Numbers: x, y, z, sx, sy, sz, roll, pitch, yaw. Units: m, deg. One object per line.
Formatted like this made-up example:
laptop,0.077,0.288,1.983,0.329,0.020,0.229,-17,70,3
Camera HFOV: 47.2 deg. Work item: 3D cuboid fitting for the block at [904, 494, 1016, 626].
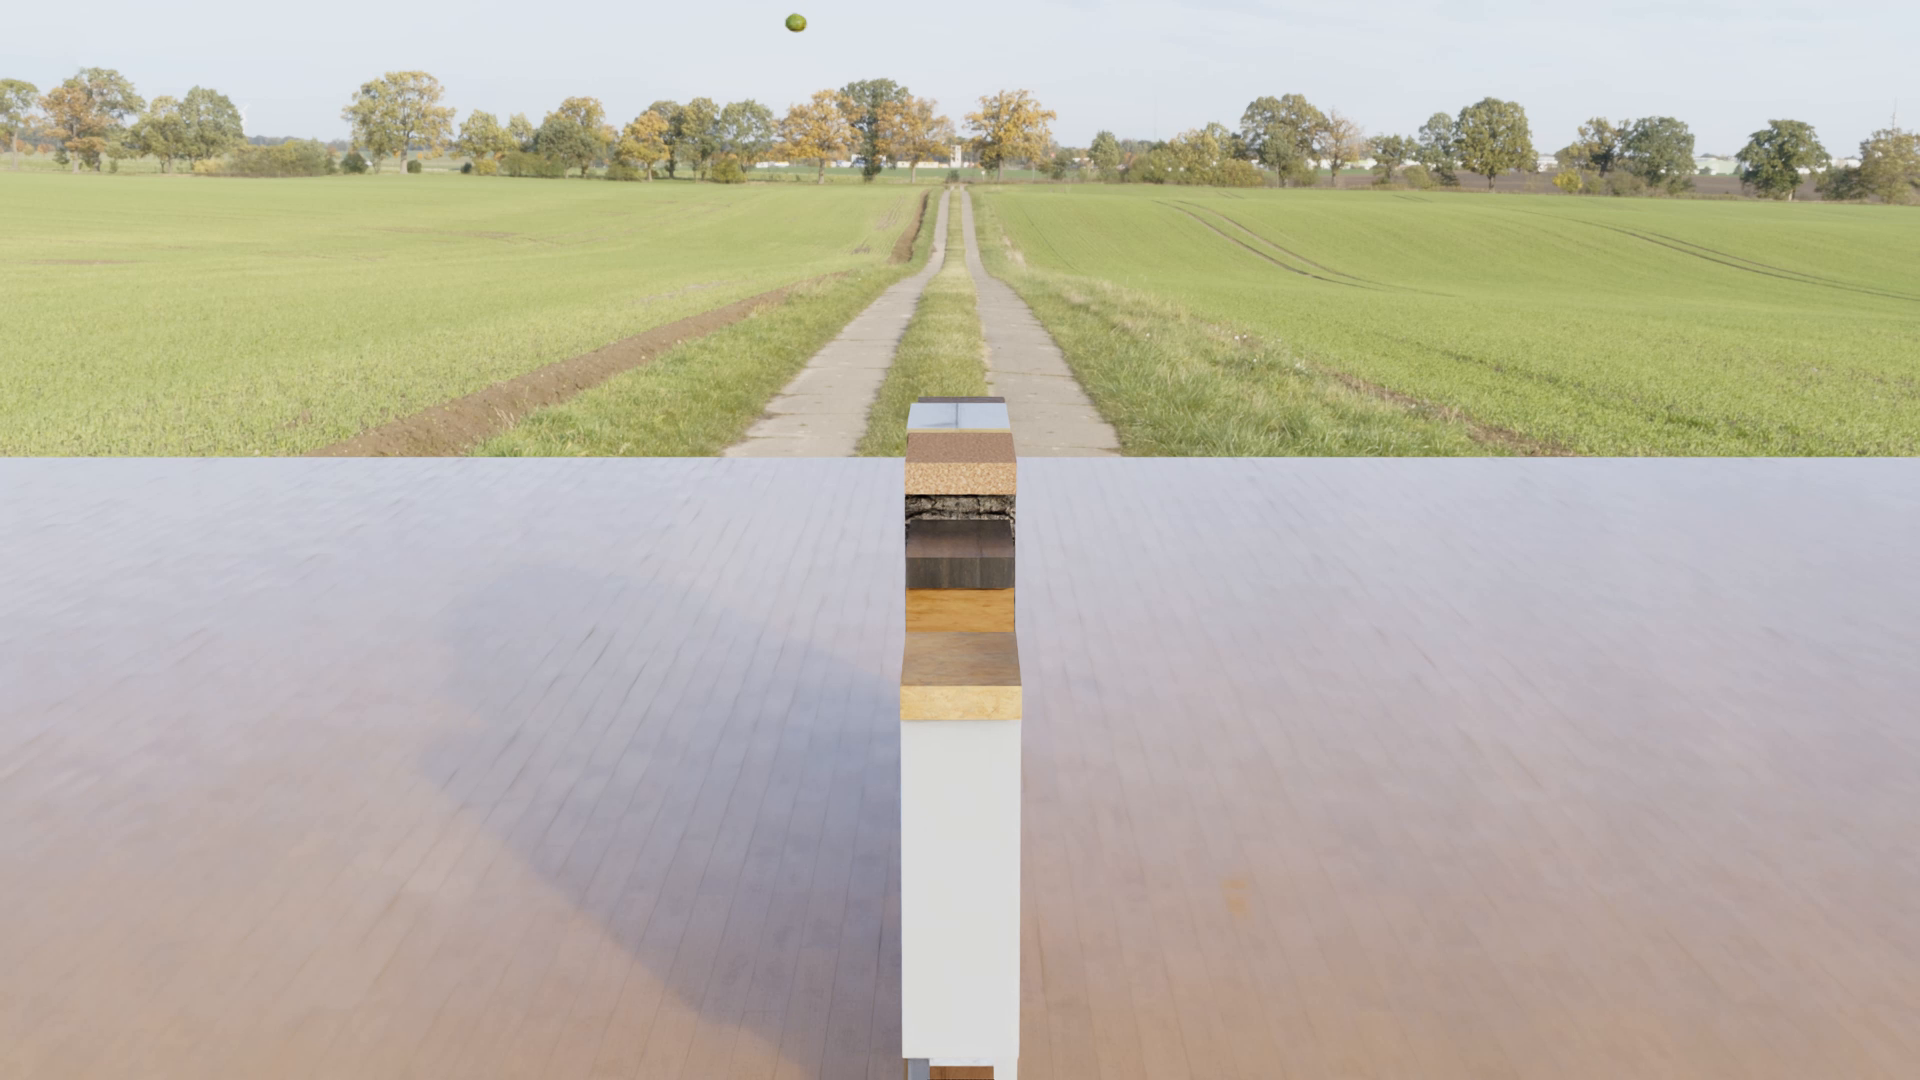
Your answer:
block,0.000,0.084,3.309,0.164,0.328,0.047,0,11,0

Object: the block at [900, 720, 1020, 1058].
block,0.001,0.401,2.575,0.138,0.419,0.039,0,11,0

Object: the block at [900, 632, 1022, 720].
block,0.001,0.159,2.623,0.138,0.039,0.275,0,11,0

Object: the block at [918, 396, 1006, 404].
block,0.003,-0.222,4.047,0.164,0.046,0.328,0,11,0

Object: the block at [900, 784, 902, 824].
block,-0.005,0.340,3.181,0.156,0.044,0.312,0,11,0

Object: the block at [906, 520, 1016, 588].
block,0.000,0.017,3.087,0.146,0.041,0.292,0,11,0

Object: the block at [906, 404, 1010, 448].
block,-0.002,-0.187,3.712,0.167,0.047,0.334,0,11,0

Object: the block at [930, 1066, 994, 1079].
block,0.002,0.698,2.664,0.077,0.154,0.022,0,11,0

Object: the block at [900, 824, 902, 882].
block,-0.005,0.535,3.112,0.156,0.312,0.044,0,11,0

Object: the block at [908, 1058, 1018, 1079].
block,0.003,0.604,2.829,0.140,0.280,0.040,0,11,0

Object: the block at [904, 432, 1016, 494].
block,0.001,-0.120,3.382,0.164,0.047,0.328,0,11,0

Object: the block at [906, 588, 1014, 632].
block,0.000,0.199,3.021,0.146,0.292,0.041,0,11,0

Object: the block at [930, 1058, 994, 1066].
block,0.002,0.603,2.697,0.077,0.022,0.154,0,11,0
